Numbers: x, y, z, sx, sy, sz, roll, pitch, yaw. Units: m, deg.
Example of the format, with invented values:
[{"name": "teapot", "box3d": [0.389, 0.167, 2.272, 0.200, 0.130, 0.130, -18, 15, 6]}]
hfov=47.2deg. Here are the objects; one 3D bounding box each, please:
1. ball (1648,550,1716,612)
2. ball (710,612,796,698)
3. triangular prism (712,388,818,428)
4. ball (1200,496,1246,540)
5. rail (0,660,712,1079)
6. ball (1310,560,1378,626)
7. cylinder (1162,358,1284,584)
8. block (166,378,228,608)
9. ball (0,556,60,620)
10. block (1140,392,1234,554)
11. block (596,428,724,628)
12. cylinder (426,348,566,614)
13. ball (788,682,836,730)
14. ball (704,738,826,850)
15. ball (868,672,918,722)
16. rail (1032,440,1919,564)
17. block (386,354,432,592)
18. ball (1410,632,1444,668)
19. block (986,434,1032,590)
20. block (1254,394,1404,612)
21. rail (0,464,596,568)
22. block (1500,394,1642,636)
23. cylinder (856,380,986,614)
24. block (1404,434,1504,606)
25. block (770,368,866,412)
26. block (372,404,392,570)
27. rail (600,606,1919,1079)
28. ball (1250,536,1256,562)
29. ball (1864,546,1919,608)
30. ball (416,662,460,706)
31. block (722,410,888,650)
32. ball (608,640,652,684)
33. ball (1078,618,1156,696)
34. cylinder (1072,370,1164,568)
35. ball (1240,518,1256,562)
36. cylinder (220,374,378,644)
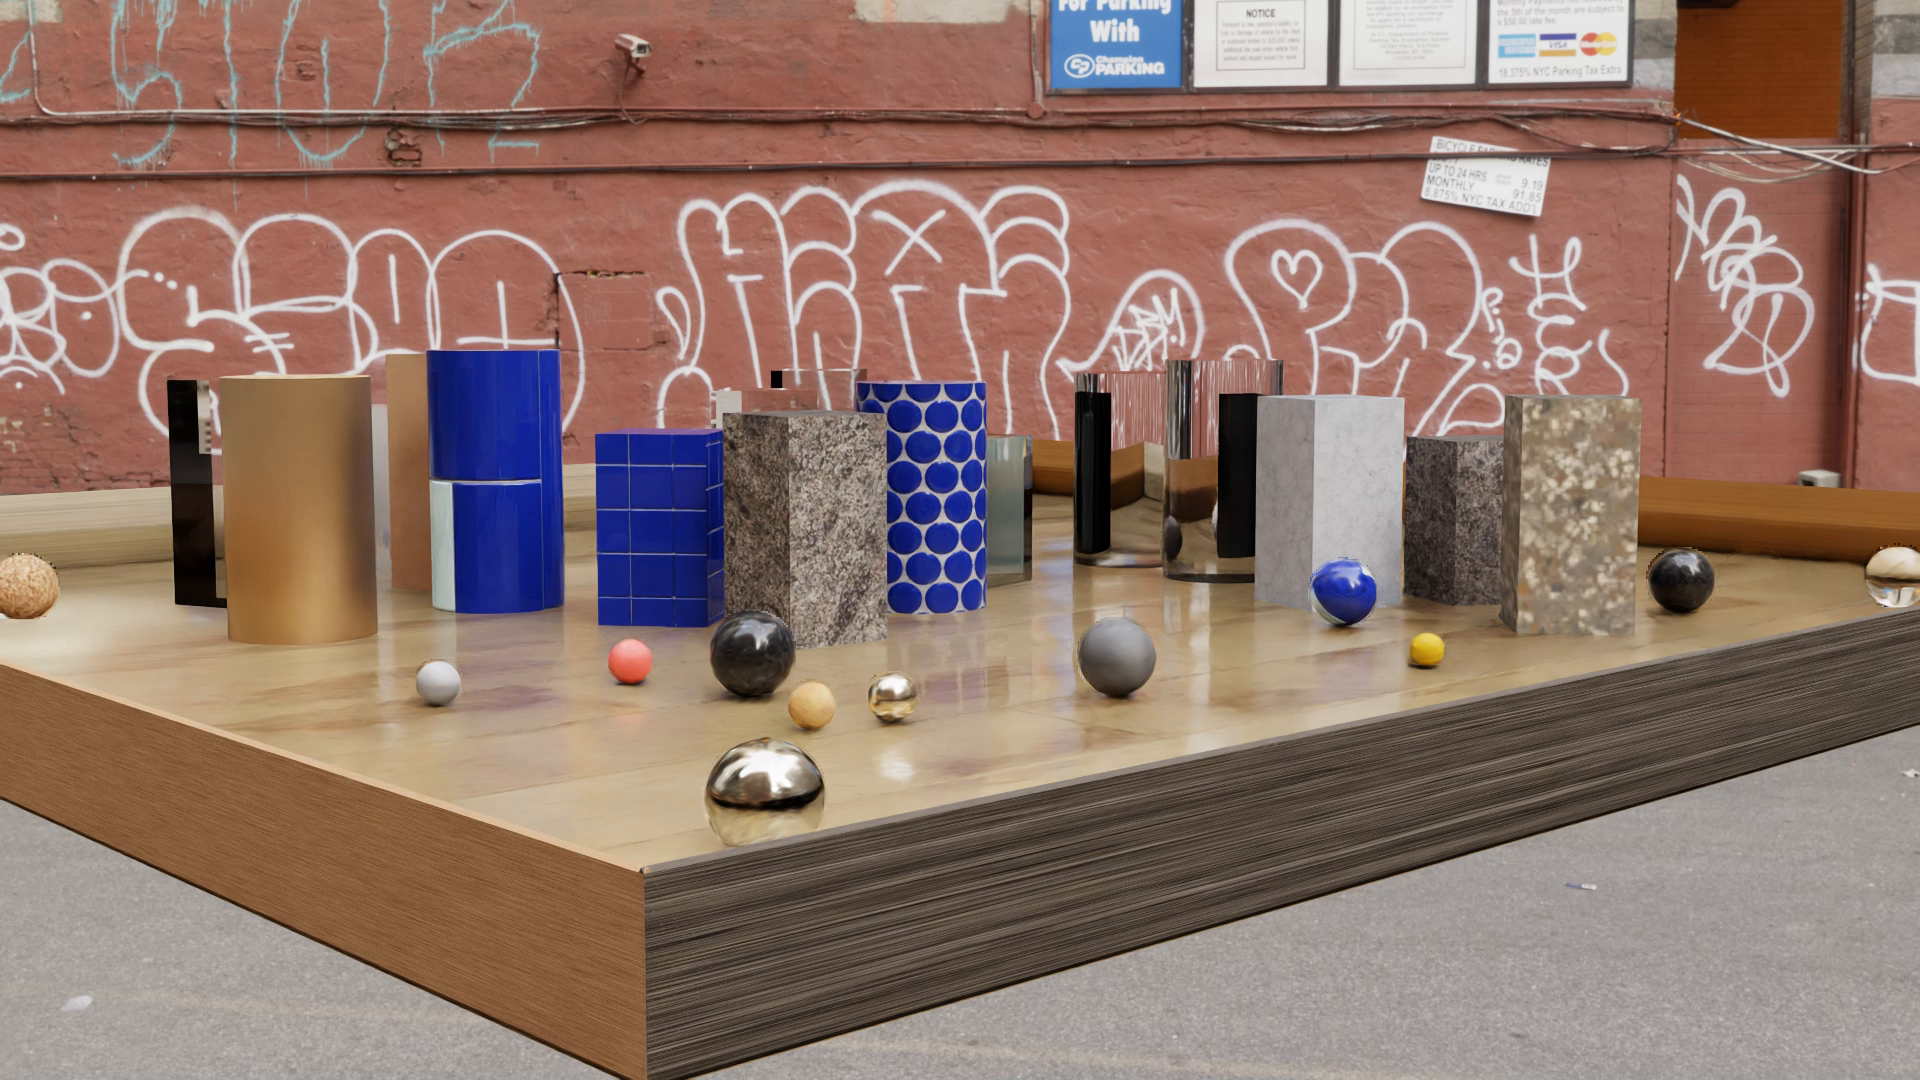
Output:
[{"name": "ball", "box3d": [1.066, 0.061, 3.249, 0.094, 0.094, 0.094, 0, 6, 0]}, {"name": "ball", "box3d": [-0.240, 0.132, 2.540, 0.099, 0.099, 0.099, 0, 6, 0]}, {"name": "triangular prism", "box3d": [-0.327, -0.074, 3.428, 0.172, 0.324, 0.149, -3, 7, -26]}, {"name": "ball", "box3d": [0.512, -0.042, 4.269, 0.088, 0.088, 0.088, 0, 6, 0]}, {"name": "rail", "box3d": [-1.122, 0.141, 2.302, 0.045, 0.129, 2.833, -5, 8, -42]}, {"name": "ball", "box3d": [0.544, 0.075, 3.117, 0.093, 0.093, 0.093, 0, 6, 0]}, {"name": "cylinder", "box3d": [0.440, -0.120, 3.681, 0.198, 0.364, 0.198, 0, 6, 0]}, {"name": "block", "box3d": [-1.088, -0.076, 3.365, 0.159, 0.341, 0.159, 3, 7, 25]}, {"name": "ball", "box3d": [-1.351, 0.069, 3.174, 0.094, 0.094, 0.094, 0, 6, 0]}, {"name": "block", "box3d": [0.425, -0.128, 4.115, 0.159, 0.291, 0.159, 1, 6, 11]}, {"name": "block", "box3d": [-0.426, -0.021, 3.179, 0.159, 0.272, 0.159, 1, 6, 7]}, {"name": "cylinder", "box3d": [-0.700, -0.094, 3.320, 0.198, 0.386, 0.198, 0, 6, 0]}, {"name": "ball", "box3d": [-0.158, 0.177, 2.343, 0.051, 0.051, 0.051, 0, 6, 0]}, {"name": "ball", "box3d": [-0.158, 0.211, 1.787, 0.099, 0.099, 0.099, 0, 6, 0]}, {"name": "ball", "box3d": [-0.073, 0.171, 2.384, 0.054, 0.054, 0.054, 0, 6, 0]}, {"name": "rail", "box3d": [1.122, -0.074, 4.362, 0.045, 0.129, 2.833, -5, 8, -42]}, {"name": "block", "box3d": [-0.807, -0.112, 3.554, 0.159, 0.375, 0.159, 4, 7, 32]}, {"name": "ball", "box3d": [0.585, 0.138, 2.756, 0.043, 0.043, 0.043, 0, 6, 0]}, {"name": "block", "box3d": [0.010, -0.051, 3.610, 0.159, 0.241, 0.159, 4, 7, 33]}, {"name": "block", "box3d": [0.562, -0.061, 3.357, 0.159, 0.314, 0.159, -3, 7, -24]}, {"name": "rail", "box3d": [-0.945, -0.073, 4.350, 3.101, 0.129, 0.045, -5, 8, -42]}, {"name": "block", "box3d": [0.856, -0.039, 3.097, 0.159, 0.325, 0.159, 1, 6, 5]}, {"name": "cylinder", "box3d": [-0.059, -0.070, 3.323, 0.198, 0.338, 0.198, 0, 6, 0]}, {"name": "block", "box3d": [0.799, -0.033, 3.409, 0.159, 0.248, 0.159, -2, 6, -17]}, {"name": "block", "box3d": [-0.272, -0.165, 4.273, 0.159, 0.331, 0.159, 1, 6, 7]}, {"name": "block", "box3d": [-0.991, -0.097, 3.872, 0.159, 0.279, 0.159, -2, 6, -20]}, {"name": "rail", "box3d": [0.945, 0.140, 2.314, 3.101, 0.129, 0.045, -5, 8, -42]}, {"name": "ball", "box3d": [0.532, 0.015, 3.788, 0.063, 0.063, 0.063, 0, 6, 0]}, {"name": "ball", "box3d": [1.409, 0.056, 3.304, 0.093, 0.093, 0.093, 0, 6, 0]}, {"name": "ball", "box3d": [-0.591, 0.162, 2.491, 0.050, 0.050, 0.050, 0, 6, 0]}, {"name": "block", "box3d": [-0.210, -0.019, 2.985, 0.159, 0.307, 0.159, -5, 8, -39]}, {"name": "ball", "box3d": [-0.395, 0.146, 2.632, 0.053, 0.053, 0.053, 0, 6, 0]}, {"name": "ball", "box3d": [0.182, 0.136, 2.551, 0.089, 0.089, 0.089, 0, 6, 0]}, {"name": "cylinder", "box3d": [0.300, -0.129, 3.899, 0.198, 0.336, 0.198, 0, 6, 0]}, {"name": "ball", "box3d": [0.535, 0.001, 3.860, 0.085, 0.085, 0.085, 0, 6, 0]}, {"name": "cylinder", "box3d": [-0.907, -0.047, 3.019, 0.198, 0.355, 0.198, 0, 6, 0]}]
